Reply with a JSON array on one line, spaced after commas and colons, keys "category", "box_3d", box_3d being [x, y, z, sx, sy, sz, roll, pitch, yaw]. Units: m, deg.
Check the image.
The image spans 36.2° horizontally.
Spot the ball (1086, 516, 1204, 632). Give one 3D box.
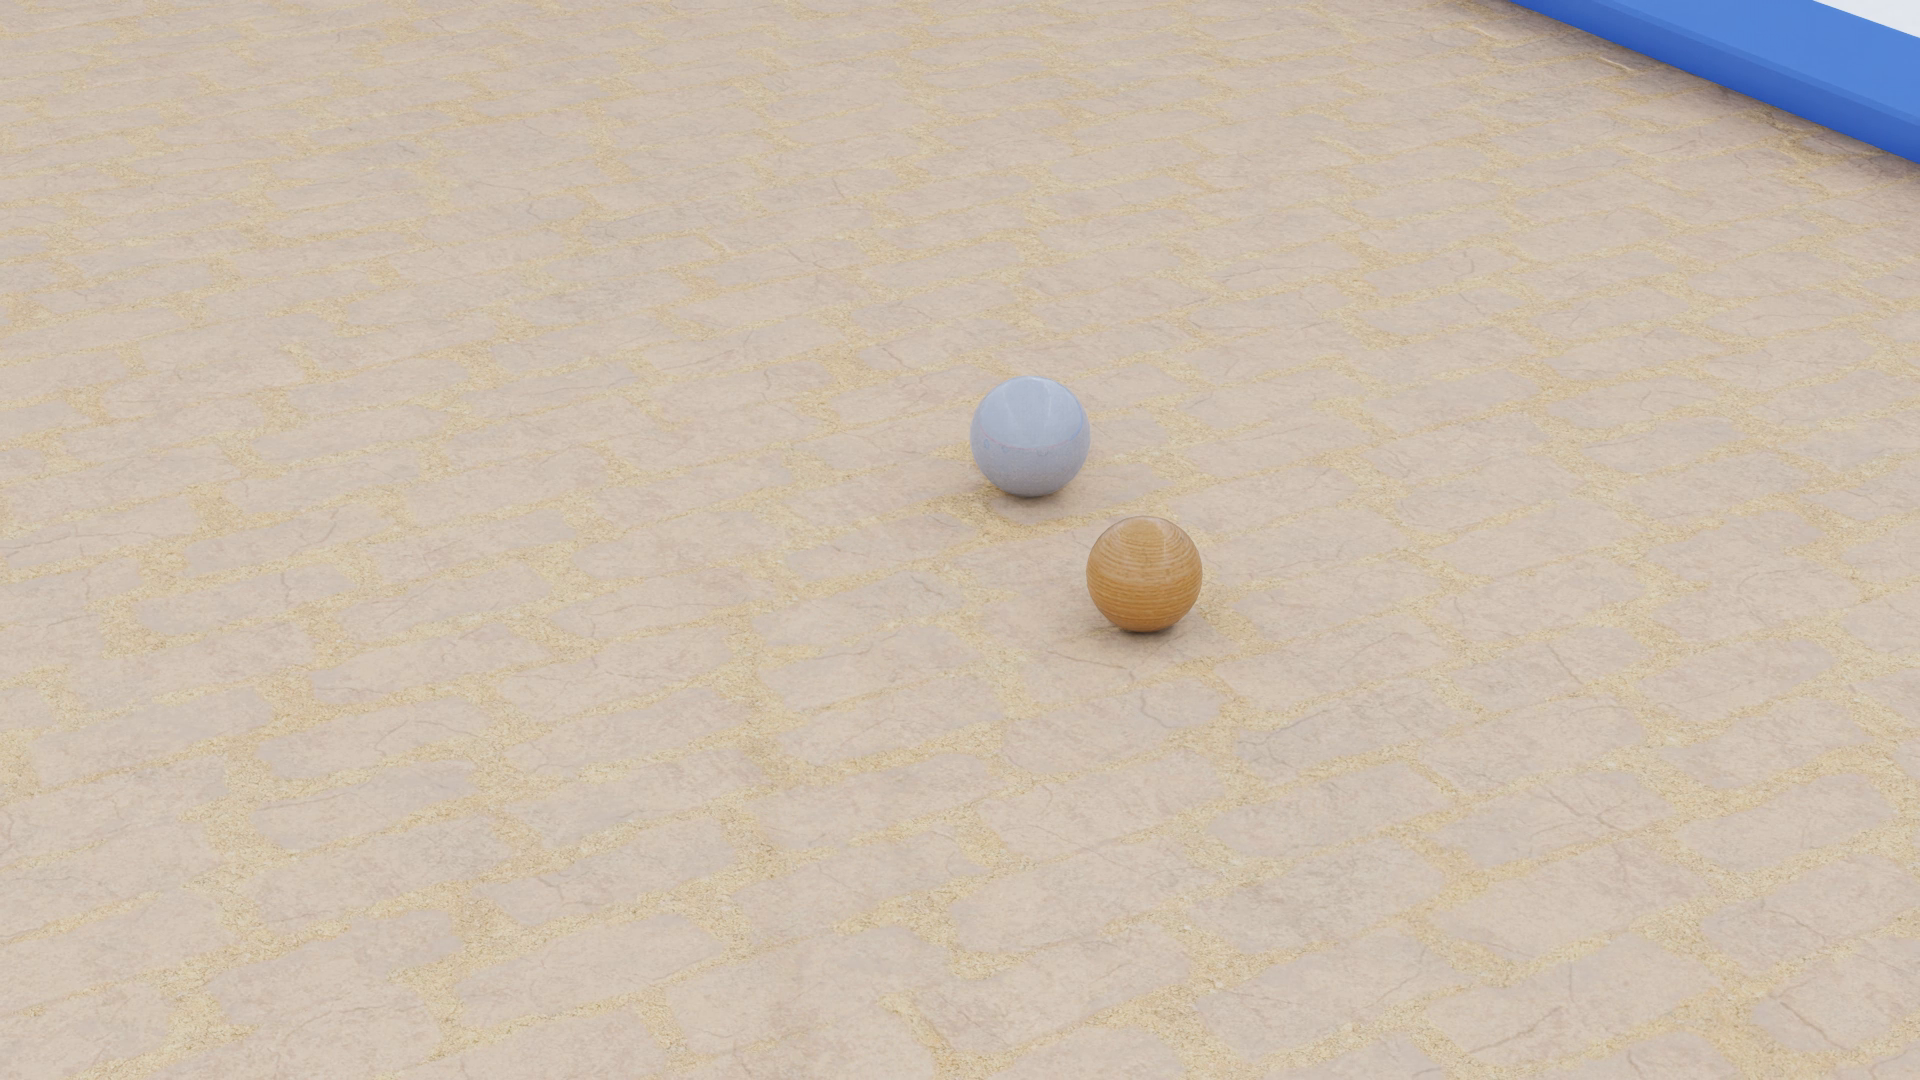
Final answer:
[{"category": "ball", "box_3d": [0.119, 0.022, 1.903, 0.076, 0.076, 0.076, 0, 27, 0]}]

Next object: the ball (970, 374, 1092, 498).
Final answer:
[{"category": "ball", "box_3d": [0.050, -0.073, 2.077, 0.086, 0.086, 0.086, 0, 27, 0]}]

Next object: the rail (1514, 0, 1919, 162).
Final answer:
[{"category": "rail", "box_3d": [0.512, -0.673, 3.218, 0.045, 0.112, 3.957, -15, 31, -26]}]
